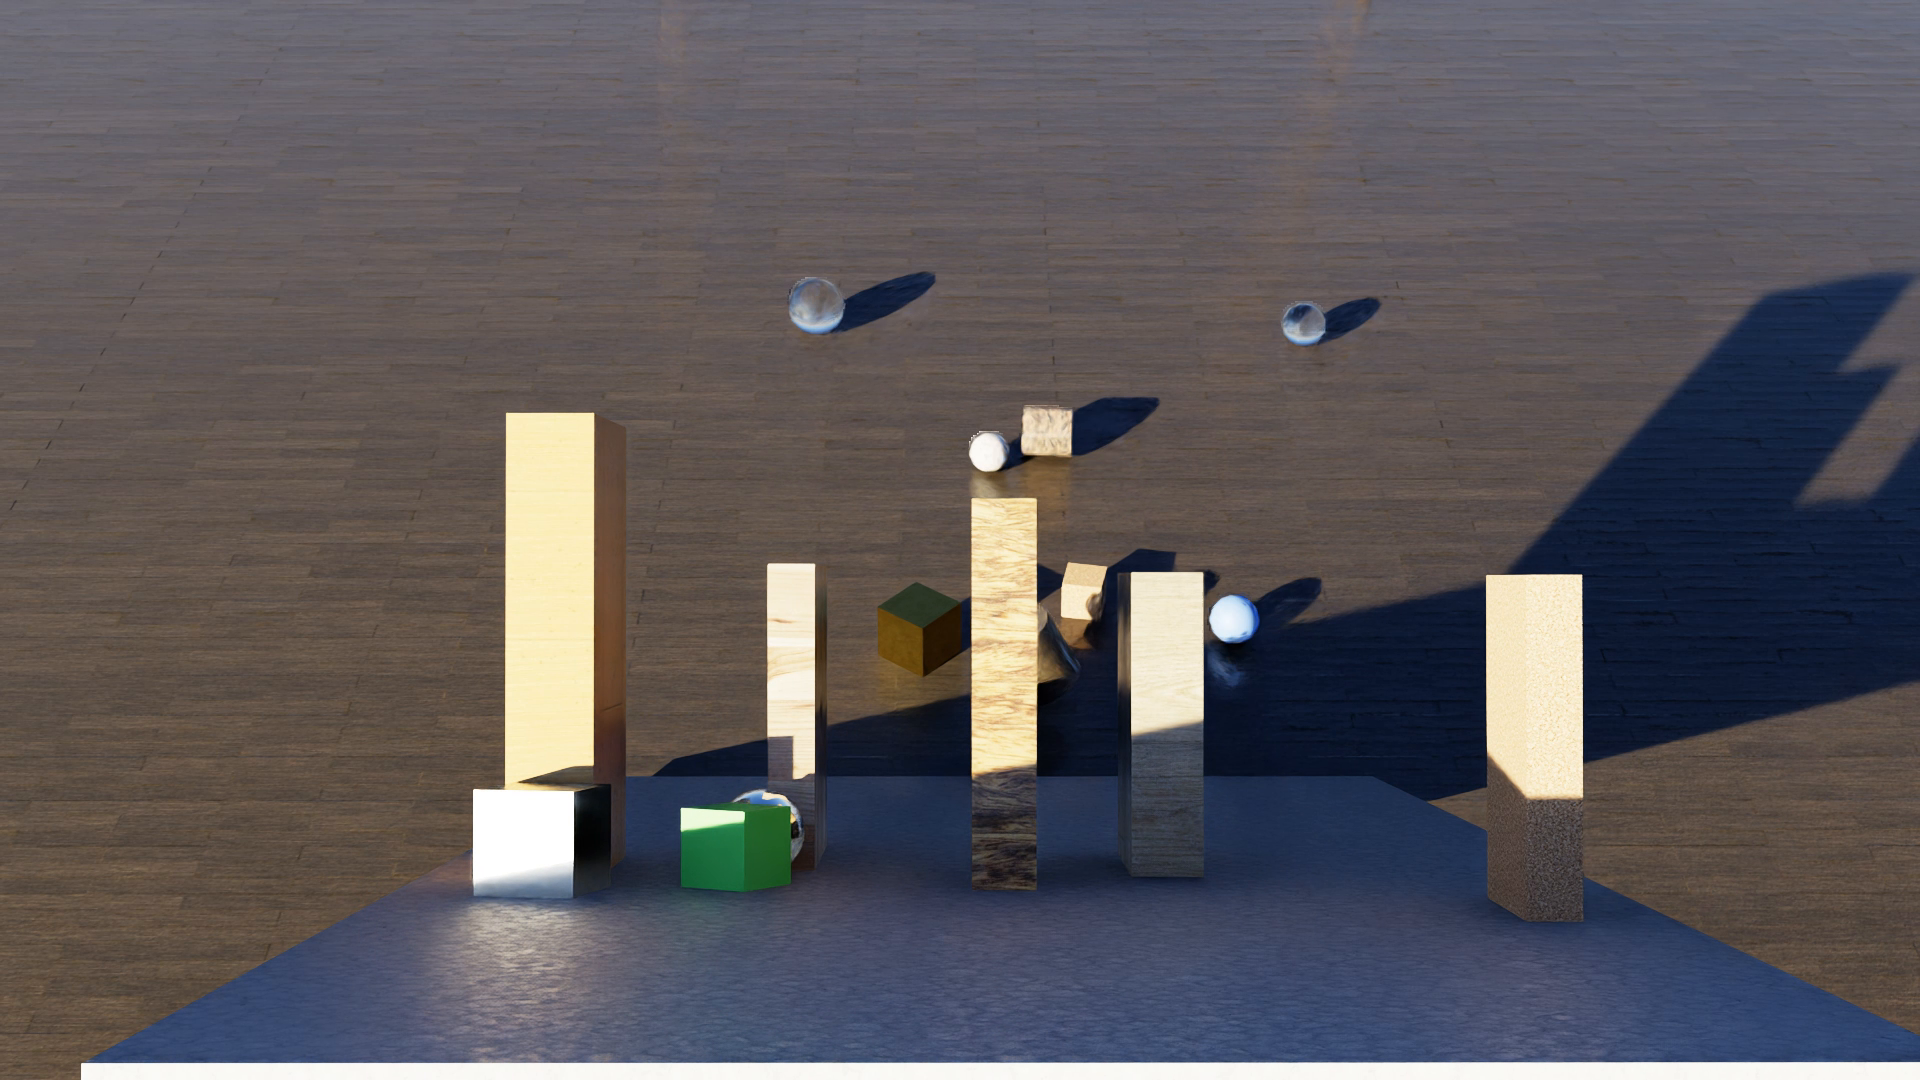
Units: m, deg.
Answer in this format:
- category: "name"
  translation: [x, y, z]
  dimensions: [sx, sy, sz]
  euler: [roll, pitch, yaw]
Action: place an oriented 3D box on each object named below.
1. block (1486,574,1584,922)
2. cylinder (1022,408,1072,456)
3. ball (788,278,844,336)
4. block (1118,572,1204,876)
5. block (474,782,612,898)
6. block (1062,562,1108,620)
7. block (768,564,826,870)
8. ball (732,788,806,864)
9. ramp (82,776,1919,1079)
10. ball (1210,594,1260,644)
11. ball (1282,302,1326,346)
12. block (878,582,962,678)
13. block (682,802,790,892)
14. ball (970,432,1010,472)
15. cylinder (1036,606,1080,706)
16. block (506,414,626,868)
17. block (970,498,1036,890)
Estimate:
- category: "block"
  translation: [0.888, 0.313, 4.016]
  dimensions: [0.083, 0.517, 0.291]
  euler: [0, -1, 0]
- category: "cylinder"
  translation: [0.279, -0.344, 8.246]
  dimensions: [0.153, 0.153, 0.153]
  euler: [2, 33, 4]
- category: "ball"
  translation: [-0.494, -0.804, 8.939]
  dimensions: [0.195, 0.195, 0.195]
  euler: [0, 32, 0]
- category: "block"
  translation: [0.356, 0.320, 4.649]
  dimensions: [0.123, 0.523, 0.384]
  euler: [0, -1, 0]
- category: "block"
  translation: [-0.683, 0.491, 4.253]
  dimensions: [0.171, 0.171, 0.171]
  euler: [0, -1, 13]
- category: "block"
  translation: [0.360, 0.150, 7.515]
  dimensions: [0.114, 0.114, 0.114]
  euler: [6, 33, 9]
- category: "block"
  translation: [-0.297, 0.314, 4.767]
  dimensions: [0.082, 0.538, 0.424]
  euler: [0, -1, 0]
- category: "ball"
  translation: [-0.343, 0.505, 4.478]
  dimensions: [0.150, 0.150, 0.150]
  euler: [0, 32, 0]
- category: "ramp"
  translation: [0.072, 0.633, 4.735]
  dimensions: [2.000, 0.100, 4.000]
  euler: [0, -1, 0]
- category: "ball"
  translation: [0.781, 0.226, 7.371]
  dimensions: [0.140, 0.140, 0.140]
  euler: [0, 32, 0]
- category: "ball"
  translation: [1.178, -0.737, 8.876]
  dimensions: [0.149, 0.149, 0.149]
  euler: [0, 32, 0]
- category: "block"
  translation: [-0.114, 0.252, 7.305]
  dimensions: [0.167, 0.167, 0.167]
  euler: [24, 40, 33]
- category: "block"
  translation: [-0.374, 0.512, 4.332]
  dimensions: [0.131, 0.131, 0.131]
  euler: [-1, -1, 32]
- category: "ball"
  translation: [0.094, -0.276, 8.173]
  dimensions: [0.125, 0.125, 0.125]
  euler: [0, 32, 0]
- category: "cylinder"
  translation: [0.199, 0.318, 7.108]
  dimensions: [0.196, 0.196, 0.196]
  euler: [-25, 28, 15]
- category: "block"
  translation: [-0.690, 0.185, 4.573]
  dimensions: [0.147, 0.791, 0.426]
  euler: [0, -1, 0]
- category: "block"
  translation: [0.073, 0.256, 4.440]
  dimensions: [0.106, 0.644, 0.356]
  euler: [0, -1, 0]
